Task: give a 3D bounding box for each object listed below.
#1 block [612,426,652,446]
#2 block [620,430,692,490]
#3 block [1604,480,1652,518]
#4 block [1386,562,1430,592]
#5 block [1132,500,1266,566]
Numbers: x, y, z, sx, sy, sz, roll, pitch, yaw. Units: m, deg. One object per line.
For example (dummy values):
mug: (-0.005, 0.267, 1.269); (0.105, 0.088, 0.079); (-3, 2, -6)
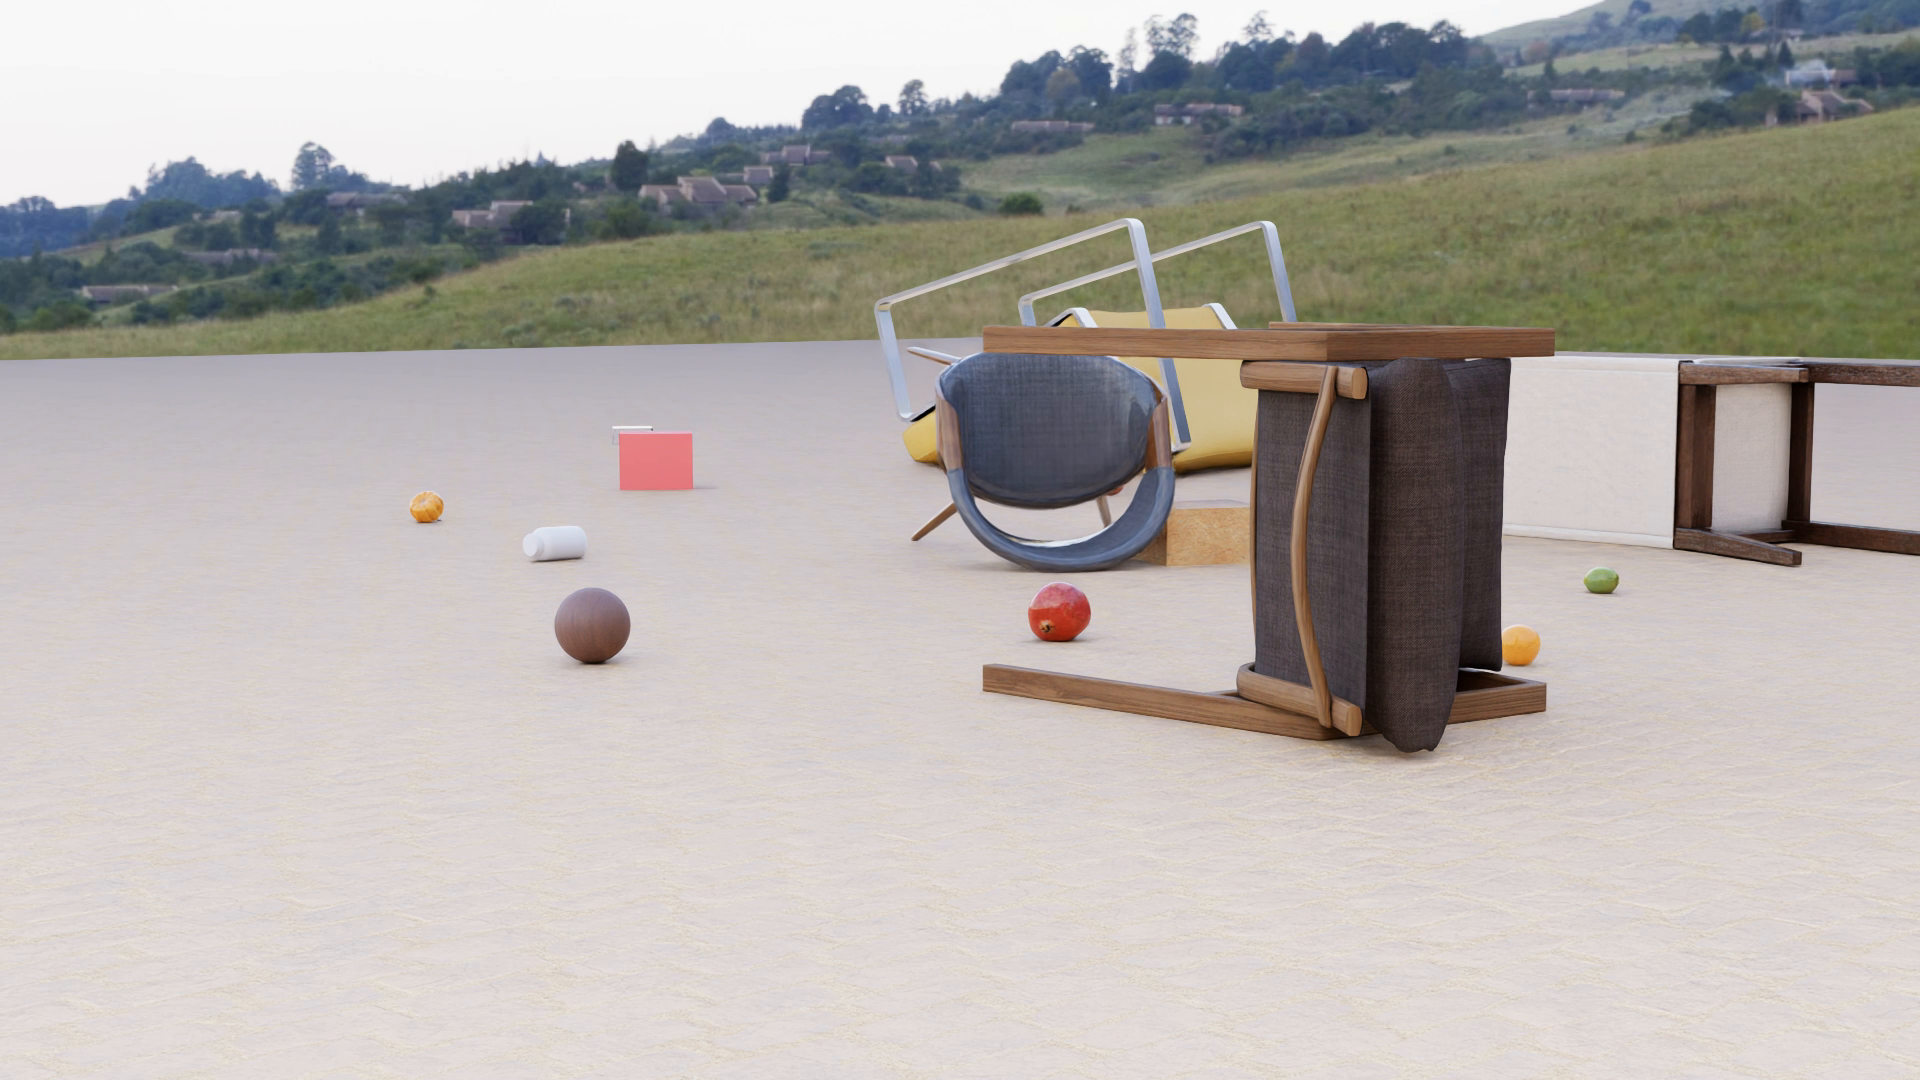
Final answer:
block: (-1.285, -0.410, 10.068); (0.150, 0.065, 0.112); (-1, 6, -11)
block: (-0.944, -0.249, 7.982); (0.224, 0.173, 0.150); (-1, 6, -6)
block: (1.833, -0.112, 7.034); (0.096, 0.094, 0.082); (-3, 6, -25)
block: (0.945, 0.078, 5.406); (0.060, 0.051, 0.070); (6, 8, 44)
block: (0.553, -0.018, 5.958); (0.247, 0.130, 0.201); (-2, 6, -19)
